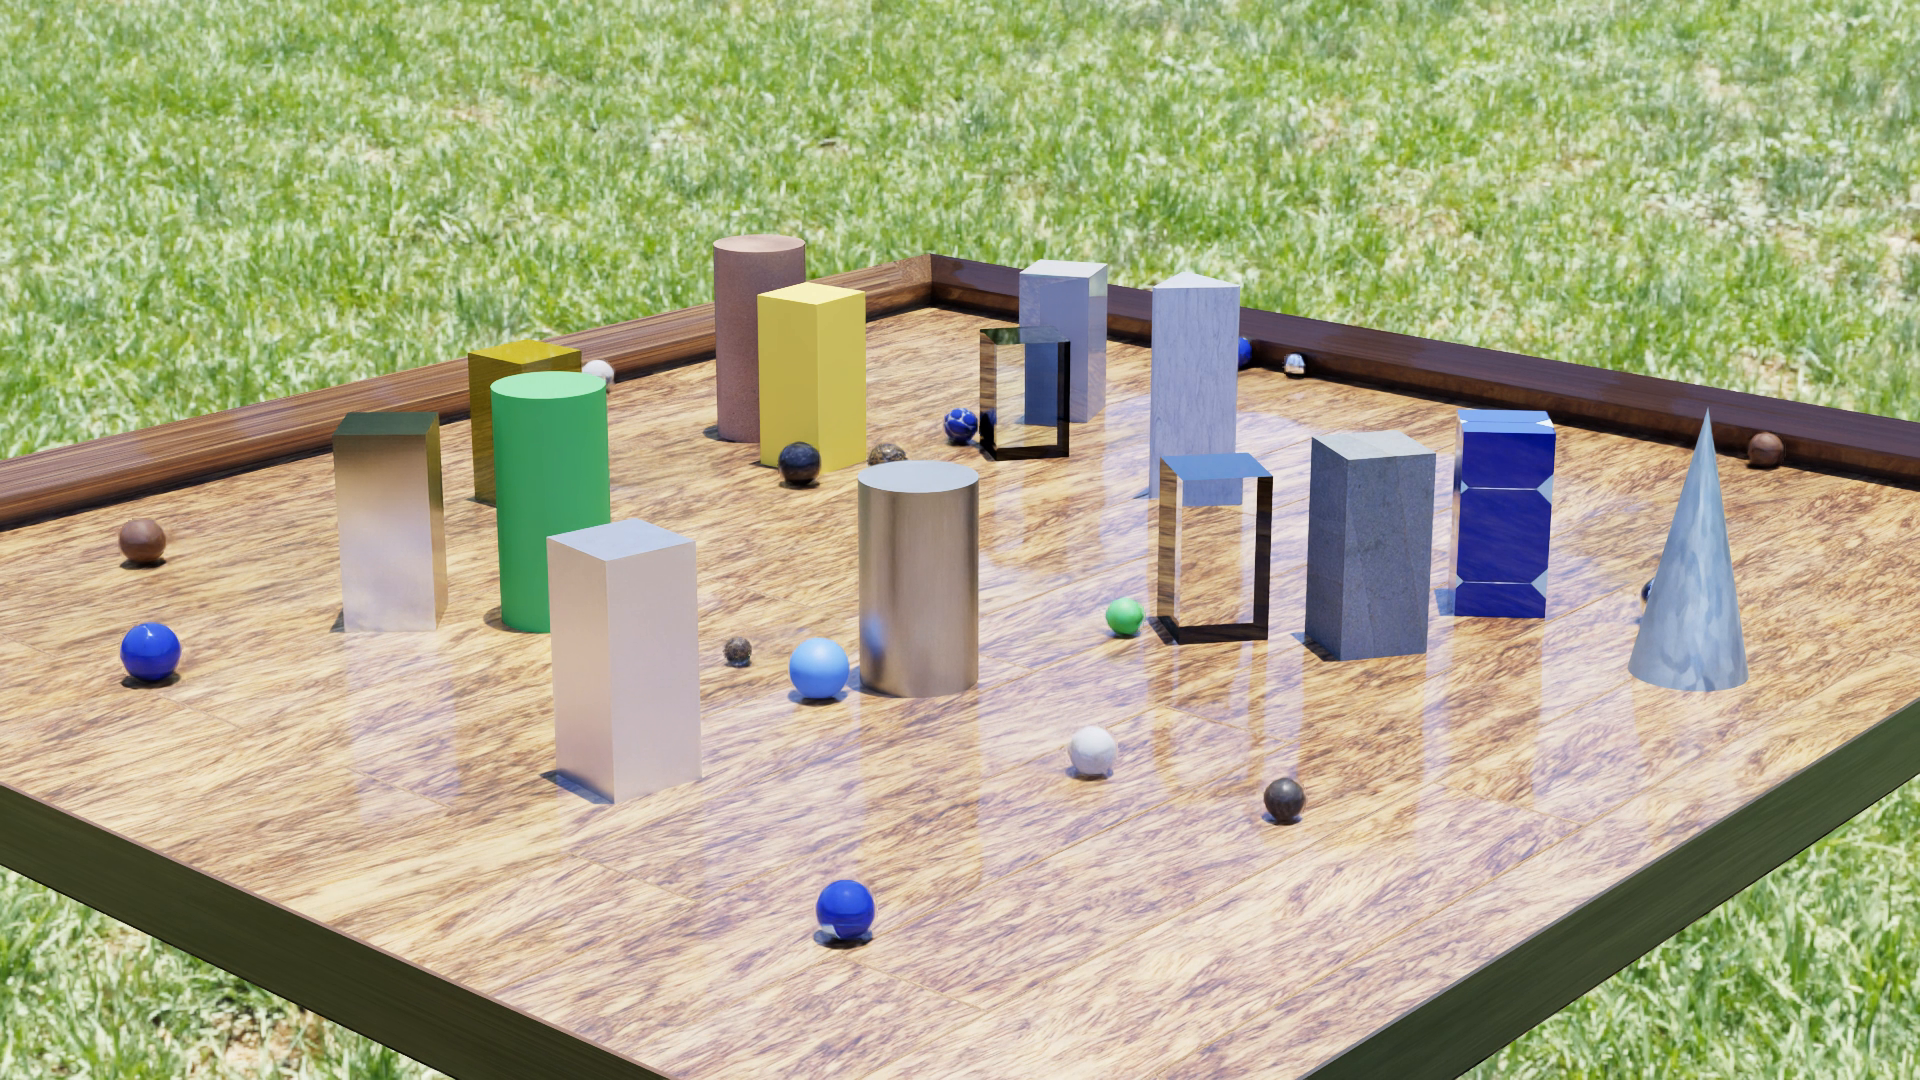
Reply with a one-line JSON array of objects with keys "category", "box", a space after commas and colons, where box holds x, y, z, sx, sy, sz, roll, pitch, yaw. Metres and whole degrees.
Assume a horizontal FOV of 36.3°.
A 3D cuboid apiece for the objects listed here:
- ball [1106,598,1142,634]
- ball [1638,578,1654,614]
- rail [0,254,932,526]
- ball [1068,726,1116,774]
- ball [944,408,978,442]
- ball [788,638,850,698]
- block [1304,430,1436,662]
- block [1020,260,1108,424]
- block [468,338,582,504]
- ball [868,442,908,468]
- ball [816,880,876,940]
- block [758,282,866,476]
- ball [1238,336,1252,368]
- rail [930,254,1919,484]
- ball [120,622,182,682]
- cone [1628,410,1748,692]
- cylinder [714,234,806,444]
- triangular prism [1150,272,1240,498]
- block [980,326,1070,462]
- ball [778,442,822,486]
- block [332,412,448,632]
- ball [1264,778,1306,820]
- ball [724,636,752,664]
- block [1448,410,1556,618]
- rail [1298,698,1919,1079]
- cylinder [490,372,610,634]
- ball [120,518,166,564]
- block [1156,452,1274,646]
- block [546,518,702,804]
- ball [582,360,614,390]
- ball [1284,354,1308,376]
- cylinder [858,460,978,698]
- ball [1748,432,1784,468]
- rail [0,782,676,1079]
[{"category": "ball", "box": [0.276, 0.128, 4.912, 0.062, 0.062, 0.062, 0, 17, 0]}, {"category": "ball", "box": [1.191, 0.101, 4.966, 0.081, 0.081, 0.081, 0, 17, 0]}, {"category": "rail", "box": [-1.217, -0.274, 6.132, 0.045, 0.124, 3.536, 14, 22, 39]}, {"category": "ball", "box": [0.194, 0.308, 4.299, 0.071, 0.071, 0.071, 0, 17, 0]}, {"category": "ball", "box": [0.003, -0.239, 6.108, 0.072, 0.072, 0.072, 0, 17, 0]}, {"category": "ball", "box": [-0.222, 0.201, 4.611, 0.096, 0.096, 0.096, 0, 17, 0]}, {"category": "block", "box": [0.673, 0.008, 4.826, 0.153, 0.341, 0.153, -5, 17, -15]}, {"category": "block", "box": [0.222, -0.429, 6.316, 0.153, 0.317, 0.153, 5, 18, 17]}, {"category": "block", "box": [-0.836, -0.222, 5.672, 0.153, 0.292, 0.153, 14, 21, 38]}, {"category": "ball", "box": [-0.143, -0.154, 5.816, 0.078, 0.078, 0.078, 0, 17, 0]}, {"category": "ball", "box": [-0.146, 0.472, 3.746, 0.077, 0.077, 0.077, 0, 17, 0]}, {"category": "block", "box": [-0.297, -0.326, 5.918, 0.153, 0.350, 0.153, 12, 21, 35]}, {"category": "ball", "box": [0.635, -0.432, 6.746, 0.073, 0.073, 0.073, 0, 17, 0]}, {"category": "rail", "box": [1.144, -0.350, 6.381, 3.270, 0.124, 0.045, 14, 22, 39]}, {"category": "ball", "box": [-1.293, 0.179, 4.685, 0.095, 0.095, 0.095, 0, 17, 0]}, {"category": "cone", "box": [1.176, 0.001, 4.674, 0.191, 0.442, 0.191, 0, 17, 0]}, {"category": "cylinder", "box": [-0.417, -0.423, 6.144, 0.191, 0.404, 0.191, 0, 17, 0]}, {"category": "triangular prism", "box": [0.446, -0.304, 5.725, 0.166, 0.418, 0.144, -2, 17, -5]}, {"category": "block", "box": [0.132, -0.302, 6.024, 0.153, 0.242, 0.153, -4, 17, -12]}, {"category": "ball", "box": [-0.316, -0.151, 5.794, 0.086, 0.086, 0.086, 0, 17, 0]}, {"category": "block", "box": [-0.960, -0.031, 4.953, 0.153, 0.342, 0.153, 0, 17, -2]}, {"category": "ball", "box": [0.457, 0.365, 4.134, 0.058, 0.058, 0.058, 0, 17, 0]}, {"category": "ball", "box": [-0.361, 0.179, 4.768, 0.046, 0.046, 0.046, 0, 17, 0]}, {"category": "block", "box": [0.928, -0.046, 5.033, 0.153, 0.325, 0.153, 1, 17, 5]}, {"category": "rail", "box": [1.217, 0.337, 4.109, 0.045, 0.124, 3.536, 14, 22, 39]}, {"category": "cylinder", "box": [-0.687, -0.065, 4.956, 0.191, 0.406, 0.191, 0, 17, 0]}, {"category": "ball", "box": [-1.474, 0.003, 5.289, 0.083, 0.083, 0.083, 0, 17, 0]}, {"category": "block", "box": [0.425, 0.013, 4.908, 0.153, 0.283, 0.153, -3, 17, -10]}, {"category": "block", "box": [-0.484, 0.172, 4.243, 0.153, 0.363, 0.153, -14, 22, -38]}, {"category": "ball", "box": [-0.806, -0.363, 6.516, 0.074, 0.074, 0.074, 0, 17, 0]}, {"category": "ball", "box": [0.765, -0.398, 6.666, 0.054, 0.054, 0.054, 0, 17, 0]}, {"category": "cylinder", "box": [-0.066, 0.060, 4.661, 0.191, 0.336, 0.191, 0, 17, 0]}, {"category": "ball", "box": [1.628, -0.183, 5.926, 0.070, 0.070, 0.070, 0, 17, 0]}, {"category": "rail", "box": [-1.144, 0.412, 3.860, 3.270, 0.124, 0.045, 14, 22, 39]}]
